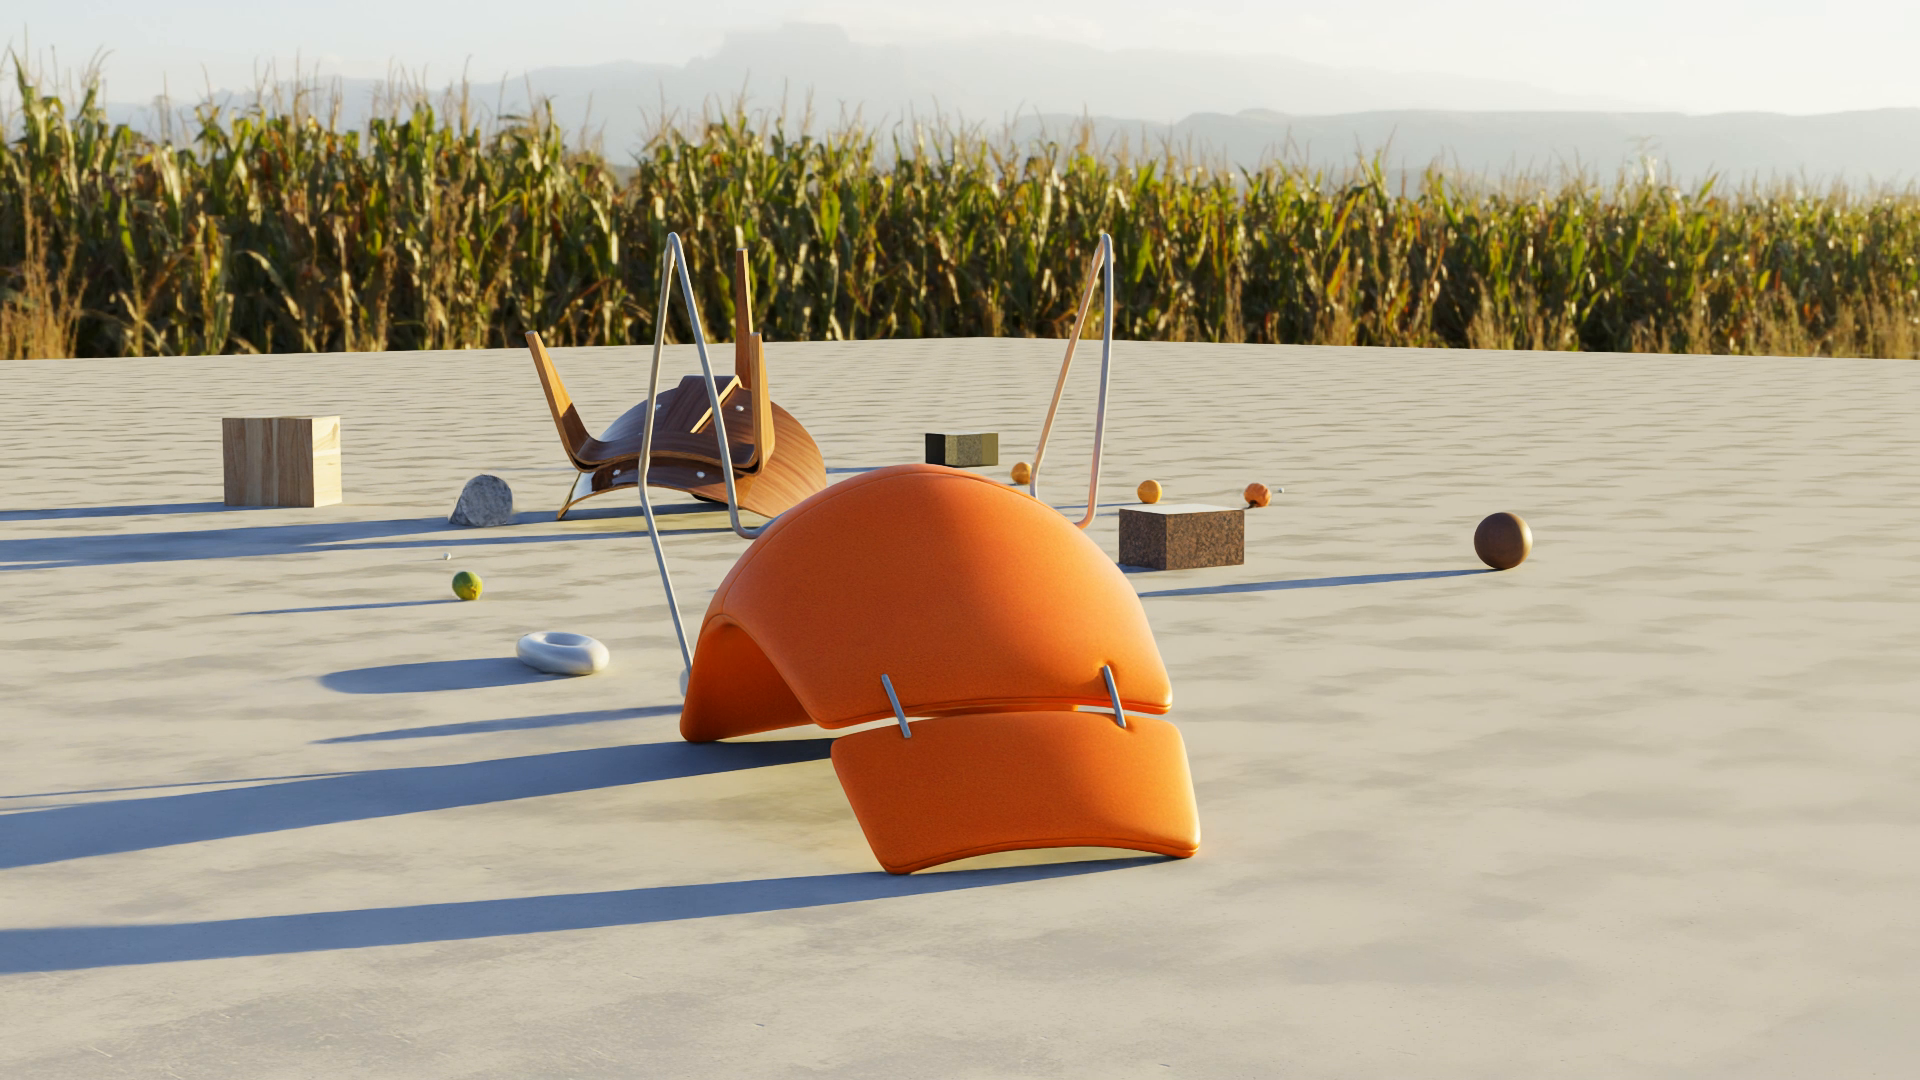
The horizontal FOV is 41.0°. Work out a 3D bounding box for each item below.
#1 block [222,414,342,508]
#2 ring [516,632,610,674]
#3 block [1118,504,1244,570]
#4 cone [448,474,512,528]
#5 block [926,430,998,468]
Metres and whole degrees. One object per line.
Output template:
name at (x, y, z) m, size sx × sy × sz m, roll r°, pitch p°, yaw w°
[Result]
block at (-1.958, -0.230, 7.412) m, size 0.277 × 0.252 × 0.179 m, roll 1°, pitch 6°, yaw 11°
ring at (-0.673, 0.190, 4.338) m, size 0.133 × 0.047 × 0.309 m, roll -4°, pitch 7°, yaw -26°
block at (0.507, -0.008, 5.872) m, size 0.225 × 0.127 × 0.177 m, roll -4°, pitch 7°, yaw -33°
cone at (-1.305, -0.074, 6.804) m, size 0.165 × 0.140 × 0.193 m, roll -26°, pitch 10°, yaw 36°
block at (0.006, -0.316, 8.919) m, size 0.197 × 0.114 × 0.161 m, roll -5°, pitch 8°, yaw -43°
